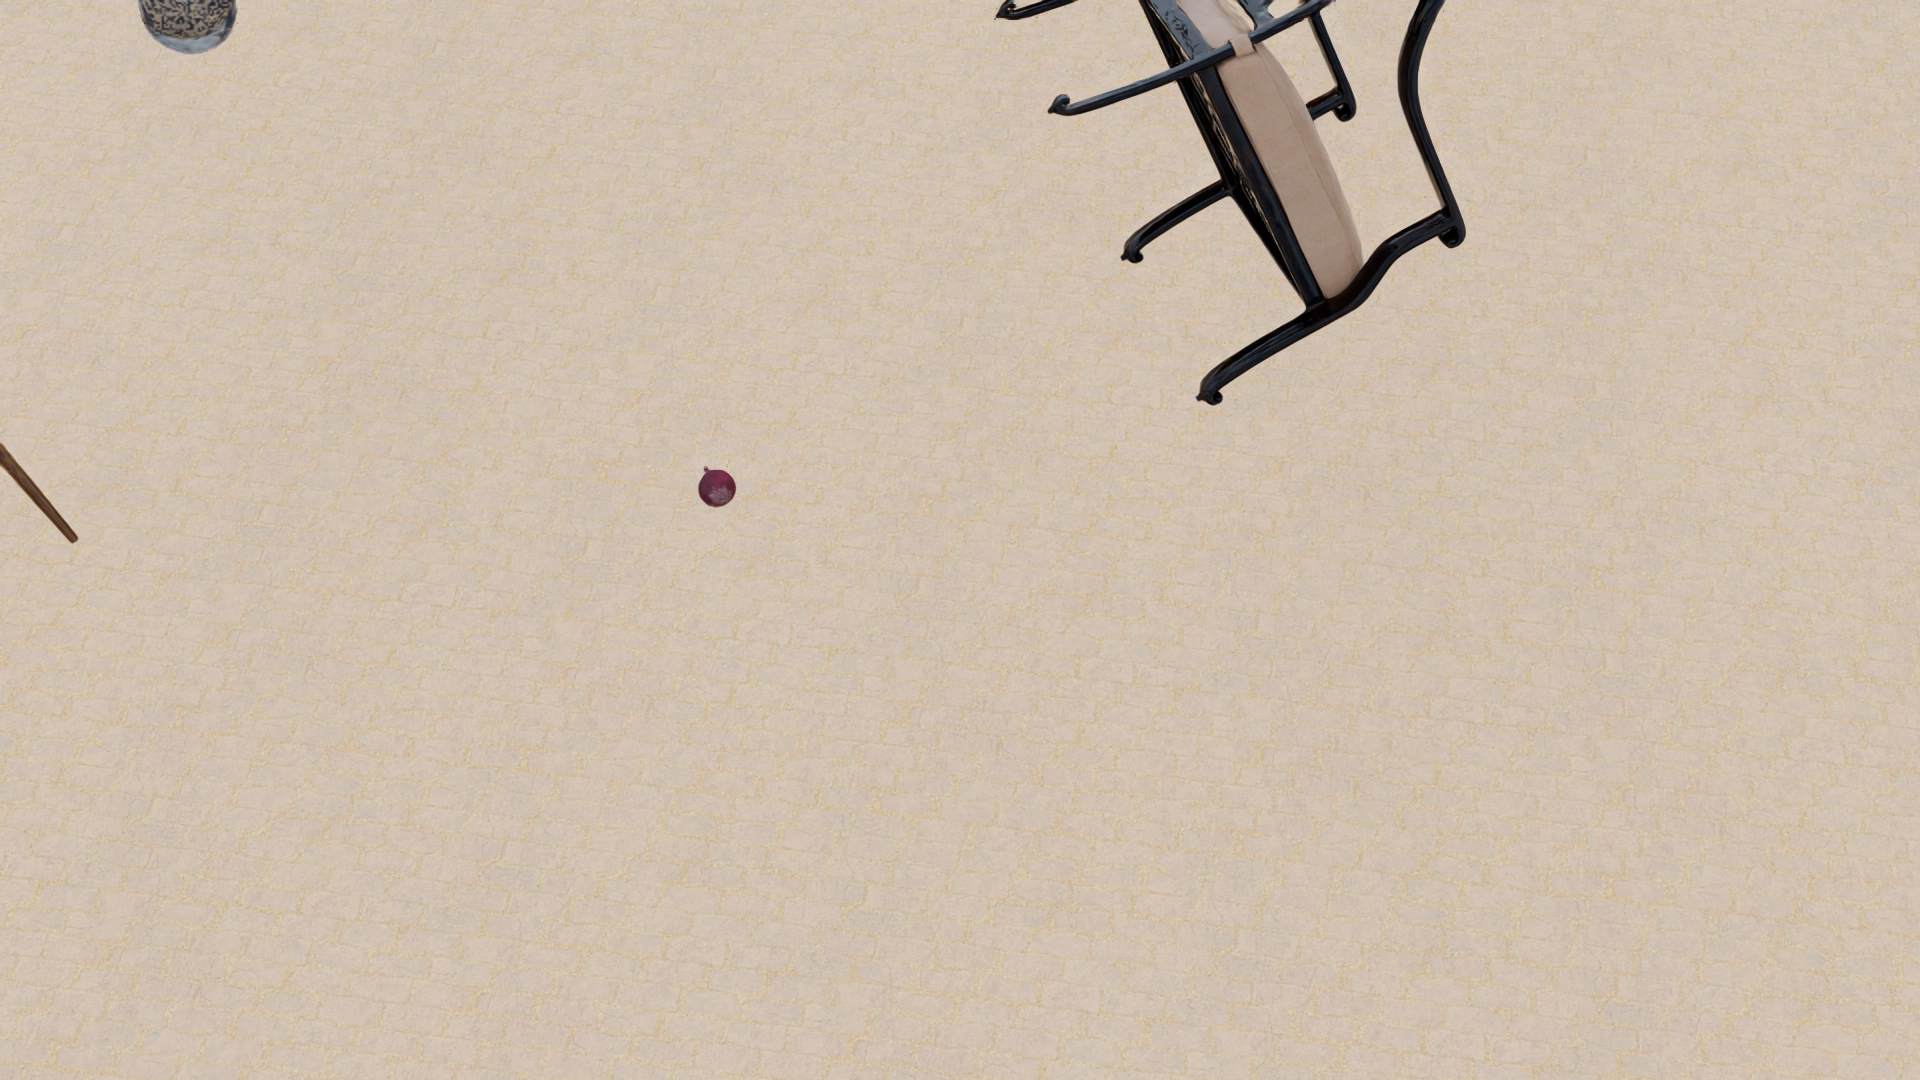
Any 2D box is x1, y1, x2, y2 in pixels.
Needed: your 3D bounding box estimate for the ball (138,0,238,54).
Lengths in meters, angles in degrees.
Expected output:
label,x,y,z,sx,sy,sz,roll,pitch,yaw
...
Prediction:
label,x,y,z,sx,sy,sz,roll,pitch,yaw
ball,-1.081,-0.747,3.080,0.131,0.131,0.131,0,56,0
